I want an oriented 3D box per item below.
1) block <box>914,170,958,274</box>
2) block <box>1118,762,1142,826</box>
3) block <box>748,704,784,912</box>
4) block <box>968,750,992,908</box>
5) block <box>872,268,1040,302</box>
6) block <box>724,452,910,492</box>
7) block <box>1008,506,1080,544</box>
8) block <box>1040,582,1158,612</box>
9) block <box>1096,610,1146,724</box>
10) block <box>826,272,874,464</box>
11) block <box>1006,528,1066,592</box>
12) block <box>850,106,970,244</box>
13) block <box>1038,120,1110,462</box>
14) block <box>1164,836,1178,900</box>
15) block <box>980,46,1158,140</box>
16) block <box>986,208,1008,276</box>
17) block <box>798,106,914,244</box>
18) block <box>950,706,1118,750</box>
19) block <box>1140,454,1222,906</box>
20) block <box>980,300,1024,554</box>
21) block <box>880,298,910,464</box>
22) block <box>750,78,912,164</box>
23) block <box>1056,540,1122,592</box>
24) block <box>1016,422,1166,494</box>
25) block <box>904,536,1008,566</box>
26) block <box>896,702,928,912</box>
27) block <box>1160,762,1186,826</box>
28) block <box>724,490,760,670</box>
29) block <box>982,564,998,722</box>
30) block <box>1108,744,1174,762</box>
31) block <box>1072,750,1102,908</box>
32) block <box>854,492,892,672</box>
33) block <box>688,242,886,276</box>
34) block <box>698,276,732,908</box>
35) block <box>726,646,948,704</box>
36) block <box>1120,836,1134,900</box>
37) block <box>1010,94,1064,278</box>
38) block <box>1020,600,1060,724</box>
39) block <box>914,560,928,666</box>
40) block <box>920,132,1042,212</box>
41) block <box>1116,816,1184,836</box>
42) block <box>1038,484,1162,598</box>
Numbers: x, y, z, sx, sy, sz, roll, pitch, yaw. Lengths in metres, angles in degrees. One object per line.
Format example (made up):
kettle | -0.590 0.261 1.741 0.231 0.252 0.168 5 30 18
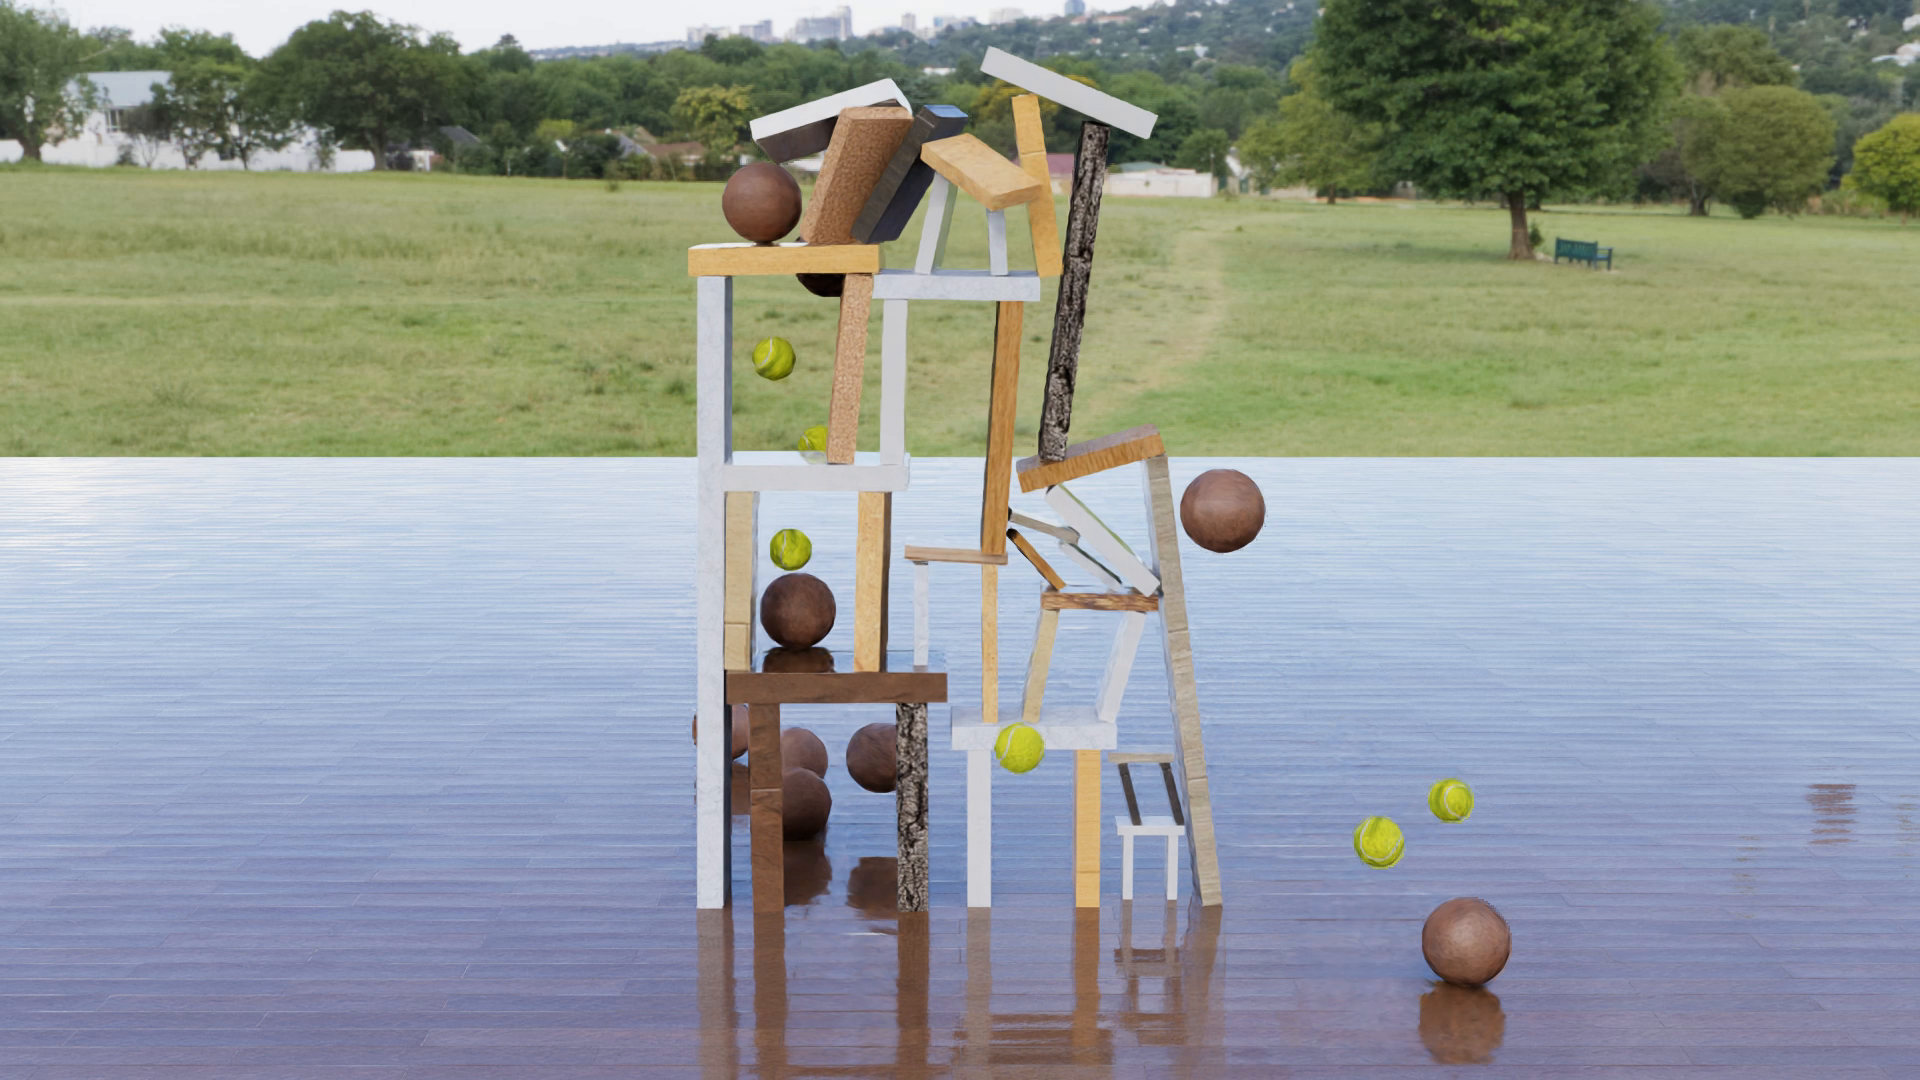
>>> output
block | -0.031 -0.512 3.437 0.026 0.181 0.090 15 18 7
block | 0.279 0.413 3.638 0.015 0.107 0.054 -14 10 3
block | -0.322 0.417 3.635 0.050 0.352 0.176 -1 11 -6
block | 0.031 0.458 3.646 0.038 0.267 0.134 0 11 0
block | -0.006 -0.404 3.471 0.259 0.037 0.130 1 12 -1
block | -0.226 -0.111 3.528 0.290 0.041 0.145 0 11 1
block | 0.133 -0.024 3.533 0.116 0.016 0.058 19 9 -6
block | 0.226 0.091 3.578 0.187 0.027 0.094 1 10 1
block | 0.263 0.197 3.599 0.027 0.187 0.094 15 10 -3
block | -0.177 -0.280 3.508 0.042 0.296 0.148 5 11 -5
block | 0.122 0.031 3.551 0.016 0.116 0.058 -43 17 -2
block | -0.079 -0.570 3.430 0.033 0.232 0.116 38 22 13
block | 0.178 -0.392 3.458 0.039 0.520 0.138 7 13 -1
block | 0.351 0.536 3.658 0.016 0.111 0.055 0 11 0
block | 0.167 -0.691 3.400 0.276 0.039 0.138 22 11 -3
block | 0.056 -0.510 3.448 0.026 0.181 0.090 -3 12 0
block | -0.162 -0.566 3.423 0.116 0.232 0.033 -9 48 -36
block | 0.119 0.308 3.617 0.267 0.038 0.134 0 11 -1
block | 0.360 0.222 3.592 0.033 0.752 0.117 -8 12 -1
block | 0.066 -0.187 3.517 0.037 0.402 0.130 4 12 -2
block | -0.104 -0.259 3.502 0.037 0.259 0.130 2 11 0
block | -0.200 -0.654 3.441 0.232 0.033 0.116 -15 -12 11
block | 0.209 0.039 3.554 0.116 0.016 0.058 36 8 -8
block | 0.207 -0.132 3.517 0.233 0.033 0.117 -16 11 3
block | -0.007 0.017 3.559 0.165 0.023 0.082 4 11 -2
block | -0.079 0.417 3.638 0.050 0.352 0.176 0 11 -1
block | 0.350 0.413 3.638 0.015 0.107 0.054 -15 10 3
block | -0.353 0.052 3.562 0.041 0.290 0.145 2 11 -2
block | 0.048 0.161 3.589 0.023 0.261 0.082 0 11 0
block | 0.298 0.352 3.628 0.107 0.015 0.054 0 11 2
block | 0.209 0.458 3.647 0.038 0.267 0.134 0 11 0
block | -0.140 0.054 3.554 0.041 0.290 0.145 3 11 3
block | -0.272 -0.446 3.478 0.296 0.042 0.148 -1 10 2
block | -0.399 0.083 3.578 0.042 1.029 0.148 1 10 -1
block | -0.198 0.220 3.595 0.352 0.050 0.176 0 11 -1
block | 0.278 0.536 3.658 0.016 0.111 0.055 0 11 0
block | 0.120 -0.556 3.440 0.039 0.276 0.138 -9 12 2
block | 0.131 0.196 3.601 0.027 0.187 0.094 10 10 -2
block | -0.063 0.114 3.579 0.023 0.165 0.082 0 10 -1
block | 0.031 -0.556 3.318 0.090 0.026 0.181 -20 45 -33
block | 0.315 0.474 3.647 0.111 0.016 0.055 0 11 0
block | 0.223 -0.009 3.545 0.233 0.033 0.117 43 6 -9
